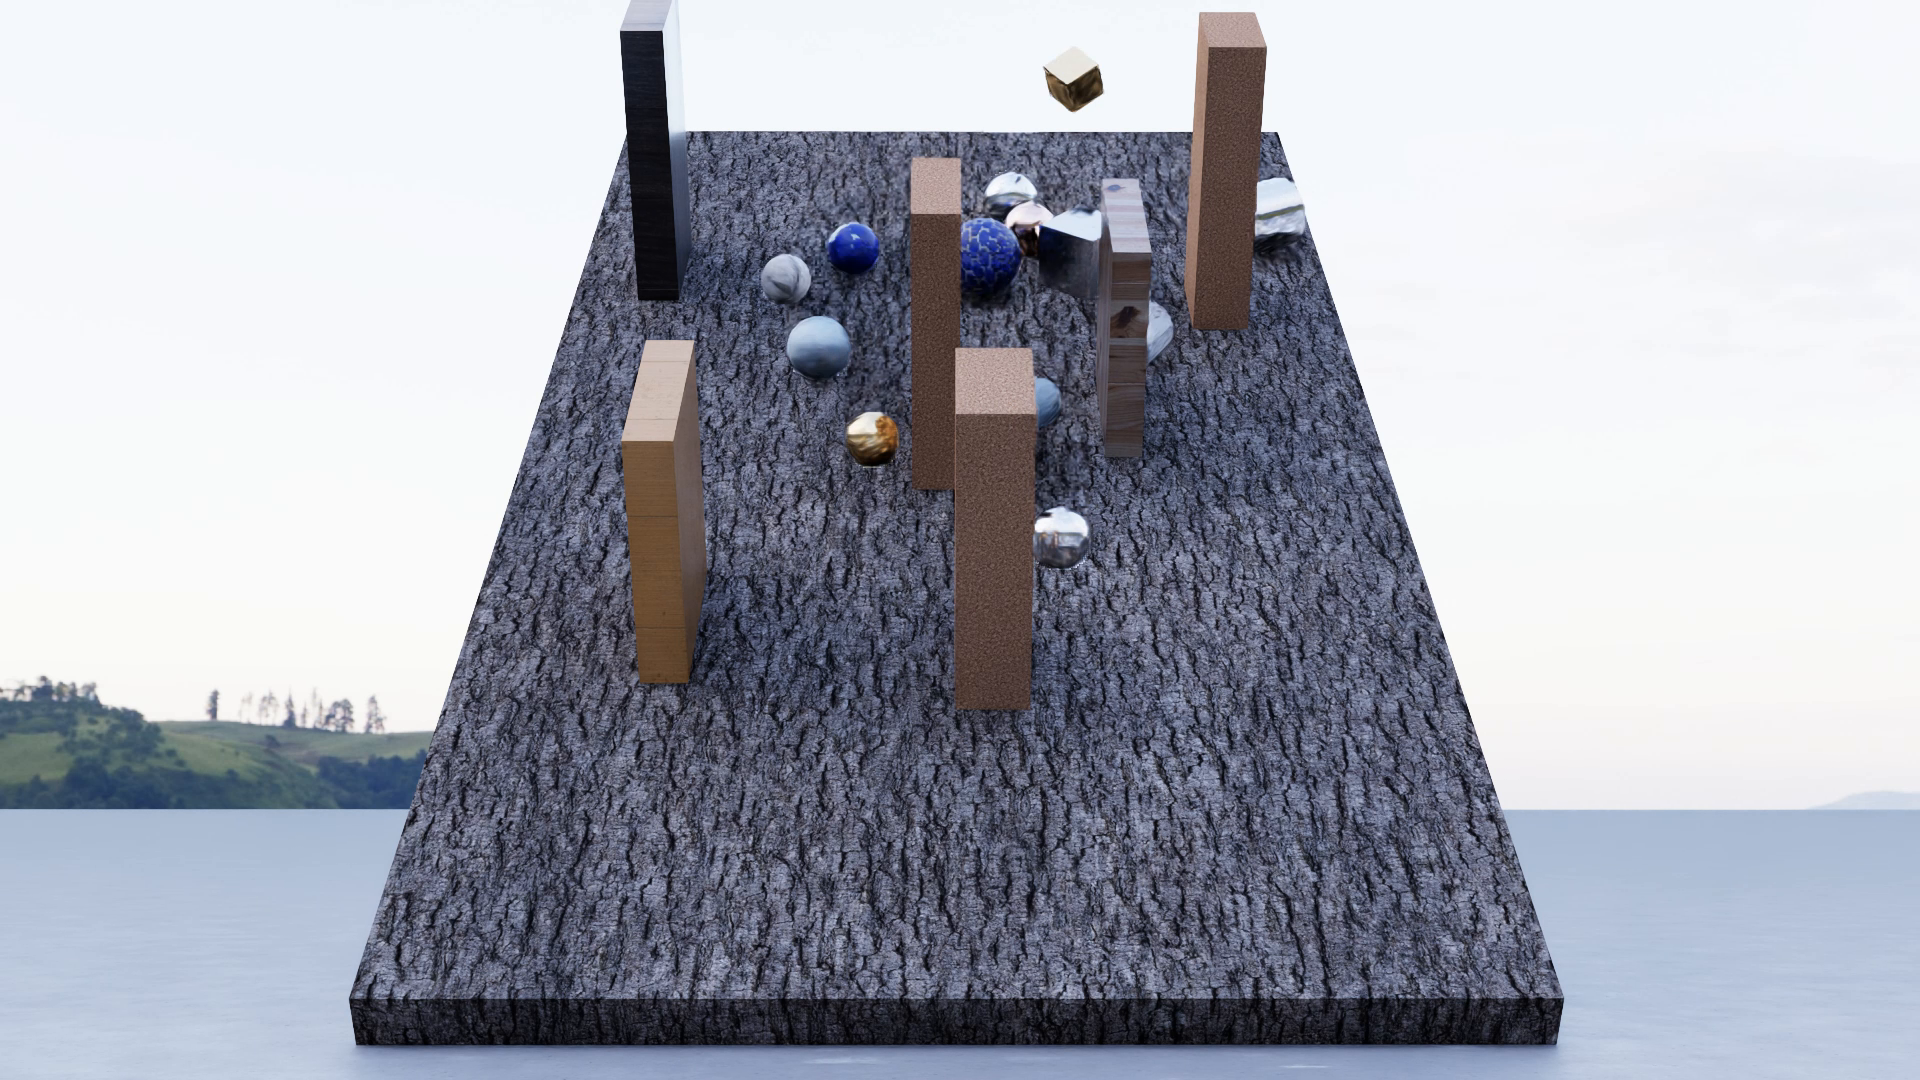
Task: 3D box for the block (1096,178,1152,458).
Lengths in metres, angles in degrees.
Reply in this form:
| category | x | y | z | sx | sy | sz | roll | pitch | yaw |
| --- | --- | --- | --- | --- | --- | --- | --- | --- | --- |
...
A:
| category | x | y | z | sx | sy | sz | roll | pitch | yaw |
| --- | --- | --- | --- | --- | --- | --- | --- | --- | --- |
| block | 0.379 | -0.524 | 5.667 | 0.085 | 0.514 | 0.435 | 0 | 30 | 0 |

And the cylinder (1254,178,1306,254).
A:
| category | x | y | z | sx | sy | sz | roll | pitch | yaw |
| --- | --- | --- | --- | --- | --- | --- | --- | --- | --- |
| cylinder | 0.812 | -0.880 | 6.602 | 0.186 | 0.186 | 0.186 | -17 | 2 | -27 |

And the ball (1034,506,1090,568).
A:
| category | x | y | z | sx | sy | sz | roll | pitch | yaw |
| --- | --- | --- | --- | --- | --- | --- | --- | --- | --- |
| ball | 0.213 | -0.005 | 5.154 | 0.132 | 0.132 | 0.132 | 0 | -6 | 0 |

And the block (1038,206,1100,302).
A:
| category | x | y | z | sx | sy | sz | roll | pitch | yaw |
| --- | --- | --- | --- | --- | --- | --- | --- | --- | --- |
| block | 0.332 | -0.760 | 6.410 | 0.174 | 0.174 | 0.174 | 23 | 37 | 33 |

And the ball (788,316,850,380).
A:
| category | x | y | z | sx | sy | sz | roll | pitch | yaw |
| --- | --- | --- | --- | --- | --- | --- | --- | --- | --- |
| ball | -0.346 | -0.472 | 5.929 | 0.155 | 0.155 | 0.155 | 0 | -6 | 0 |

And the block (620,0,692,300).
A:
| category | x | y | z | sx | sy | sz | roll | pitch | yaw |
| --- | --- | --- | --- | --- | --- | --- | --- | --- | --- |
| block | -0.791 | -1.039 | 6.331 | 0.108 | 0.730 | 0.375 | 0 | 30 | 0 |

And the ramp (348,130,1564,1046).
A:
| category | x | y | z | sx | sy | sz | roll | pitch | yaw |
| --- | --- | --- | --- | --- | --- | --- | --- | --- | --- |
| ramp | -0.013 | -0.208 | 5.732 | 2.000 | 0.100 | 4.000 | 0 | 30 | 0 |

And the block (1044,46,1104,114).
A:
| category | x | y | z | sx | sy | sz | roll | pitch | yaw |
| --- | --- | --- | --- | --- | --- | --- | --- | --- | --- |
| block | 0.322 | -1.300 | 6.830 | 0.113 | 0.113 | 0.113 | -35 | -36 | -13 |

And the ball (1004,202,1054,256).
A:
| category | x | y | z | sx | sy | sz | roll | pitch | yaw |
| --- | --- | --- | --- | --- | --- | --- | --- | --- | --- |
| ball | 0.191 | -0.845 | 6.585 | 0.145 | 0.145 | 0.145 | 0 | -6 | 0 |

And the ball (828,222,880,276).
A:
| category | x | y | z | sx | sy | sz | roll | pitch | yaw |
| --- | --- | --- | --- | --- | --- | --- | --- | --- | --- |
| ball | -0.285 | -0.779 | 6.474 | 0.140 | 0.140 | 0.140 | 0 | -6 | 0 |

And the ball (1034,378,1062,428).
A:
| category | x | y | z | sx | sy | sz | roll | pitch | yaw |
| --- | --- | --- | --- | --- | --- | --- | --- | --- | --- |
| ball | 0.177 | -0.317 | 5.579 | 0.117 | 0.117 | 0.117 | 0 | -6 | 0 |

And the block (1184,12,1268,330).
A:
| category | x | y | z | sx | sy | sz | roll | pitch | yaw |
| --- | --- | --- | --- | --- | --- | --- | --- | --- | --- |
| block | 0.669 | -0.933 | 6.138 | 0.141 | 0.749 | 0.271 | 0 | 30 | 0 |

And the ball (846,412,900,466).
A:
| category | x | y | z | sx | sy | sz | roll | pitch | yaw |
| --- | --- | --- | --- | --- | --- | --- | --- | --- | --- |
| ball | -0.201 | -0.232 | 5.548 | 0.126 | 0.126 | 0.126 | 0 | -6 | 0 |

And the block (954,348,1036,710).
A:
| category | x | y | z | sx | sy | sz | roll | pitch | yaw |
| --- | --- | --- | --- | --- | --- | --- | --- | --- | --- |
| block | 0.064 | -0.019 | 4.665 | 0.146 | 0.646 | 0.276 | 0 | 30 | 0 |

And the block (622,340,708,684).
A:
| category | x | y | z | sx | sy | sz | roll | pitch | yaw |
| --- | --- | --- | --- | --- | --- | --- | --- | --- | --- |
| block | -0.586 | -0.060 | 4.837 | 0.097 | 0.541 | 0.435 | 0 | 30 | 0 |

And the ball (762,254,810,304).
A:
| category | x | y | z | sx | sy | sz | roll | pitch | yaw |
| --- | --- | --- | --- | --- | --- | --- | --- | --- | --- |
| ball | -0.454 | -0.680 | 6.312 | 0.130 | 0.130 | 0.130 | 0 | -6 | 0 |

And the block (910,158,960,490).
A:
| category | x | y | z | sx | sy | sz | roll | pitch | yaw |
| --- | --- | --- | --- | --- | --- | --- | --- | --- | --- |
| block | -0.054 | -0.485 | 5.444 | 0.107 | 0.669 | 0.327 | 0 | 30 | 0 |

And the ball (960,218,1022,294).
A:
| category | x | y | z | sx | sy | sz | roll | pitch | yaw |
| --- | --- | --- | --- | --- | --- | --- | --- | --- | --- |
| ball | 0.061 | -0.745 | 6.356 | 0.202 | 0.202 | 0.202 | 0 | -6 | 0 |

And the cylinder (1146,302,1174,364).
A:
| category | x | y | z | sx | sy | sz | roll | pitch | yaw |
| --- | --- | --- | --- | --- | --- | --- | --- | --- | --- |
| cylinder | 0.439 | -0.506 | 6.009 | 0.138 | 0.138 | 0.138 | -4 | 24 | 34 |

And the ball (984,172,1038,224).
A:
| category | x | y | z | sx | sy | sz | roll | pitch | yaw |
| --- | --- | --- | --- | --- | --- | --- | --- | --- | --- |
| ball | 0.143 | -0.953 | 6.768 | 0.148 | 0.148 | 0.148 | 0 | -6 | 0 |
